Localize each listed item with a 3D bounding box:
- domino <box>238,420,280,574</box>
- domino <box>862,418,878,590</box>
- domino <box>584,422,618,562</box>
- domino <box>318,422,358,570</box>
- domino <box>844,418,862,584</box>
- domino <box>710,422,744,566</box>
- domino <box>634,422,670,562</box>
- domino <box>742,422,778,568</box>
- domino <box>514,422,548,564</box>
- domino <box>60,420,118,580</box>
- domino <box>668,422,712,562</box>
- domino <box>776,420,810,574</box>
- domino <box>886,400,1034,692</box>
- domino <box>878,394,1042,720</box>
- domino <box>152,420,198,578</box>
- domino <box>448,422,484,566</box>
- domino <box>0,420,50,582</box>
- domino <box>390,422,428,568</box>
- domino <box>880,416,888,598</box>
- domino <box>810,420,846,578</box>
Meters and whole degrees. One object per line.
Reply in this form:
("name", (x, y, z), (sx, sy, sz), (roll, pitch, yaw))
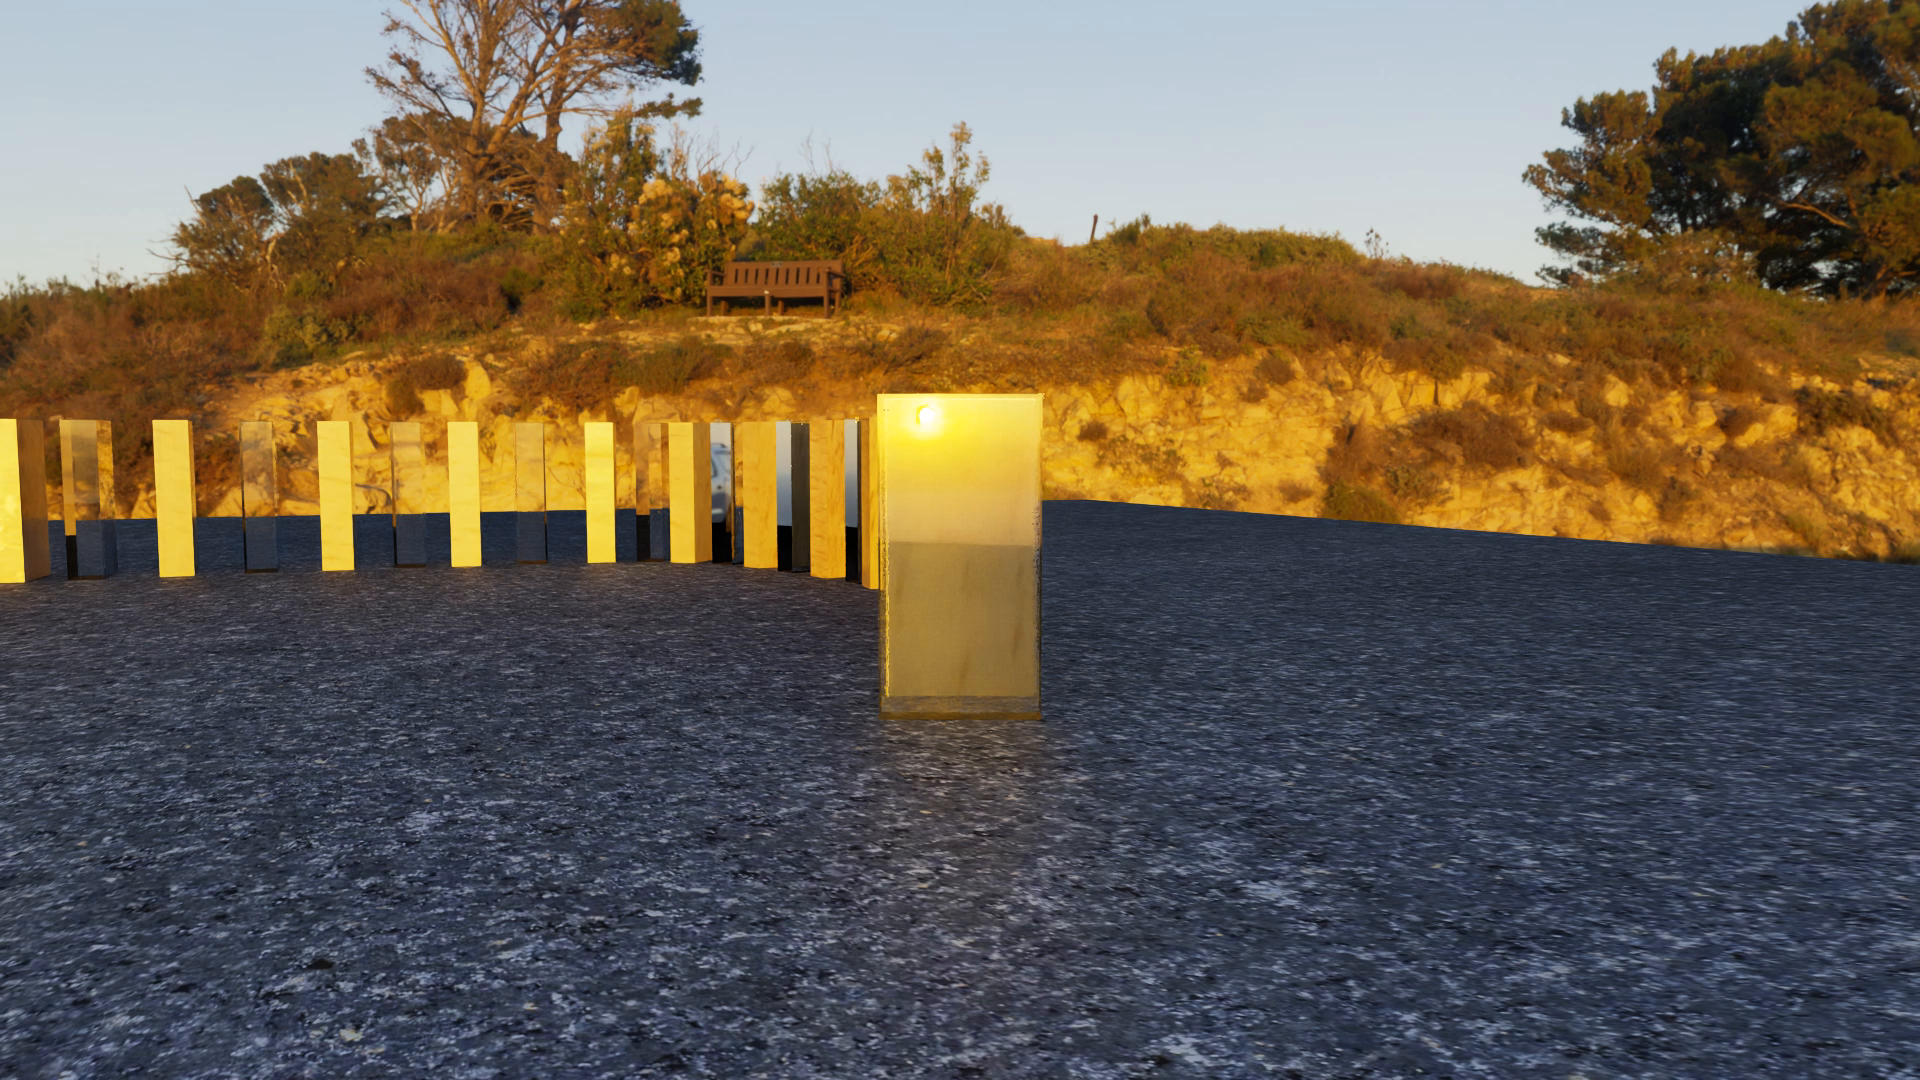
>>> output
("domino", (-0.236, -0.015, 0.433), (0.009, 0.050, 0.025), (-2, 5, -26))
("domino", (-0.016, -0.011, 0.383), (0.025, 0.050, 0.010), (-1, 5, -19))
("domino", (-0.132, -0.018, 0.471), (0.009, 0.050, 0.025), (-1, 4, -12))
("domino", (-0.214, -0.016, 0.442), (0.010, 0.050, 0.025), (-2, 5, -22))
("domino", (-0.022, -0.012, 0.397), (0.025, 0.050, 0.010), (-2, 5, -28))
("domino", (-0.077, -0.017, 0.462), (0.010, 0.050, 0.025), (3, 5, 33))
("domino", (-0.111, -0.018, 0.473), (0.010, 0.050, 0.025), (0, 4, 4))
("domino", (-0.062, -0.016, 0.448), (0.025, 0.050, 0.010), (-4, 6, -42))
("domino", (-0.155, -0.017, 0.464), (0.010, 0.050, 0.025), (-2, 5, -20))
("domino", (-0.279, -0.013, 0.411), (0.009, 0.050, 0.025), (-2, 5, -25))
("domino", (-0.096, -0.018, 0.470), (0.010, 0.050, 0.025), (1, 4, 16))
("domino", (-0.048, -0.015, 0.431), (0.025, 0.050, 0.010), (-3, 5, -38))
("domino", (0.000, 0.001, 0.223), (0.025, 0.050, 0.010), (0, 4, 0))
("domino", (0.000, 0.002, 0.201), (0.025, 0.050, 0.009), (0, 4, 0))
("domino", (-0.257, -0.014, 0.422), (0.010, 0.050, 0.025), (-2, 5, -28))
("domino", (-0.176, -0.017, 0.457), (0.009, 0.050, 0.025), (-1, 5, -19))
("domino", (-0.297, -0.013, 0.404), (0.009, 0.050, 0.025), (-2, 5, -20))
("domino", (-0.193, -0.016, 0.450), (0.009, 0.050, 0.025), (-2, 5, -20))
("domino", (-0.009, -0.009, 0.359), (0.025, 0.050, 0.010), (-1, 4, -13))
("domino", (-0.035, -0.014, 0.416), (0.025, 0.050, 0.010), (-4, 6, -40))
